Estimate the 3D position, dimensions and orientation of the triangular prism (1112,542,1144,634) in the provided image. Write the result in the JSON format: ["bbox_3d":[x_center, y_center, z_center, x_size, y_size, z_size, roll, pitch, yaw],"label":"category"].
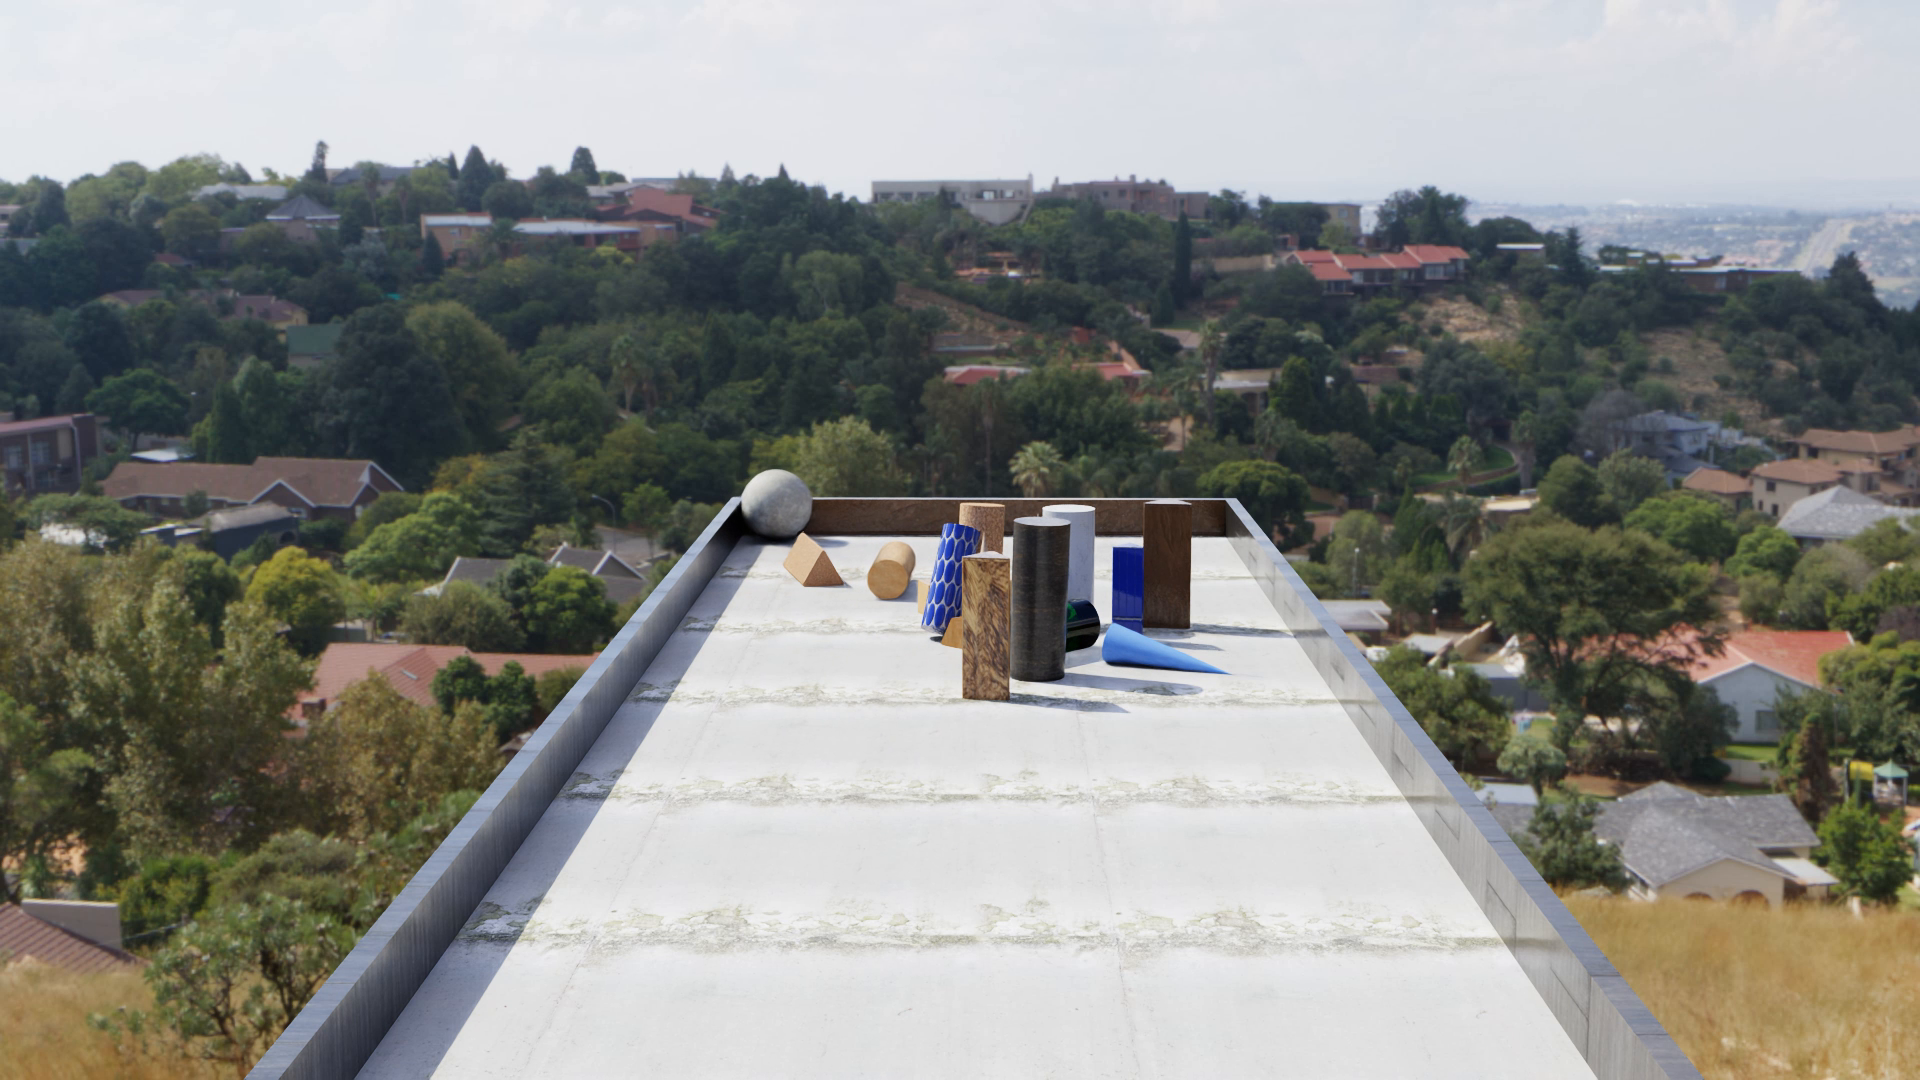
[{"bbox_3d":[0.536,0.167,6.975,0.096,0.307,0.084,2,9,11],"label":"triangular prism"}]

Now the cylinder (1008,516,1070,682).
[{"bbox_3d":[0.232,0.172,6.442,0.167,0.459,0.167,2,9,0],"label":"cylinder"}]

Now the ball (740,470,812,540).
[{"bbox_3d":[-0.751,-0.142,8.978,0.292,0.292,0.292,0,9,0],"label":"ball"}]

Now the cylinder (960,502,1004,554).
[{"bbox_3d":[0.065,0.080,7.213,0.147,0.393,0.147,3,5,0],"label":"cylinder"}]

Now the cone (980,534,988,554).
[{"bbox_3d":[0.077,0.149,6.827,0.129,0.369,0.129,0,-15,0],"label":"cone"}]

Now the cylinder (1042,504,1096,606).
[{"bbox_3d":[0.355,0.089,7.205,0.172,0.389,0.172,0,9,0],"label":"cylinder"}]

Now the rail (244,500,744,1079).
[{"bbox_3d":[-1.004,0.839,3.234,0.050,0.150,12.000,0,9,1],"label":"rail"}]

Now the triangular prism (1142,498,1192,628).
[{"bbox_3d":[0.682,0.075,7.222,0.154,0.411,0.133,1,9,8],"label":"triangular prism"}]

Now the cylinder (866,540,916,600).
[{"bbox_3d":[-0.244,0.106,7.884,0.143,0.143,0.417,0,9,3],"label":"cylinder"}]

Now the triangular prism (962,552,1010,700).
[{"bbox_3d":[0.082,0.240,6.206,0.133,0.404,0.115,2,9,10],"label":"triangular prism"}]

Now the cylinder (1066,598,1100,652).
[{"bbox_3d":[0.225,0.284,6.711,0.160,0.160,0.435,9,13,44],"label":"cylinder"}]

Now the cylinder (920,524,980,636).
[{"bbox_3d":[-0.030,0.128,7.049,0.122,0.342,0.122,12,-14,3],"label":"cylinder"}]

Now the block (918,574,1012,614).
[{"bbox_3d":[0.070,0.187,7.475,0.415,0.111,0.111,-3,10,-20],"label":"block"}]

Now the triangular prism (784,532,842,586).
[{"bbox_3d":[-0.547,0.067,8.156,0.148,0.128,0.439,-2,9,-14],"label":"triangular prism"}]

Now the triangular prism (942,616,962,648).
[{"bbox_3d":[0.132,0.266,7.026,0.427,0.090,0.104,-8,12,-42],"label":"triangular prism"}]

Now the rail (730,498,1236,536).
[{"bbox_3d":[0.099,-0.098,9.147,2.100,0.150,0.050,0,9,1],"label":"rail"}]

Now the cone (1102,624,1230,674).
[{"bbox_3d":[0.632,0.355,6.579,0.401,0.121,0.121,14,14,25],"label":"cone"}]

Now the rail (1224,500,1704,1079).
[{"bbox_3d":[1.046,0.843,3.208,0.050,0.150,12.000,0,9,1],"label":"rail"}]
